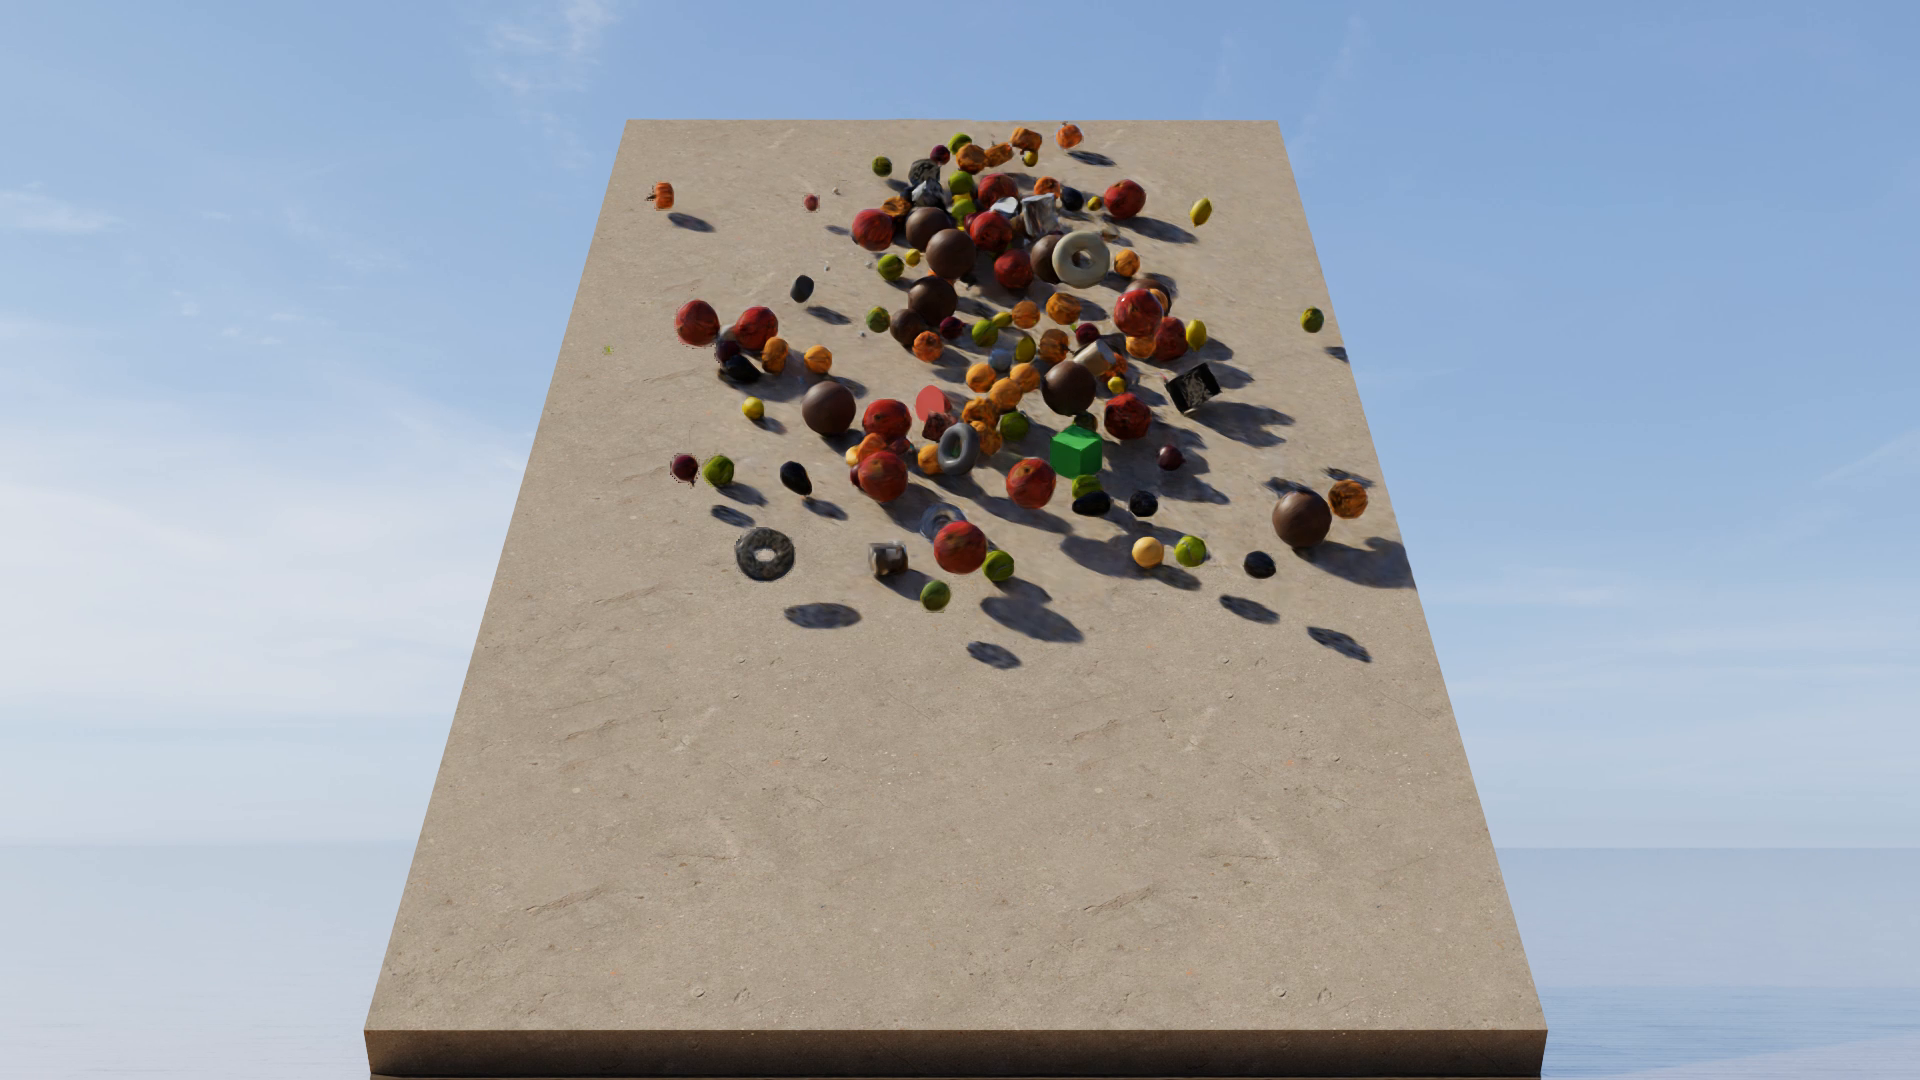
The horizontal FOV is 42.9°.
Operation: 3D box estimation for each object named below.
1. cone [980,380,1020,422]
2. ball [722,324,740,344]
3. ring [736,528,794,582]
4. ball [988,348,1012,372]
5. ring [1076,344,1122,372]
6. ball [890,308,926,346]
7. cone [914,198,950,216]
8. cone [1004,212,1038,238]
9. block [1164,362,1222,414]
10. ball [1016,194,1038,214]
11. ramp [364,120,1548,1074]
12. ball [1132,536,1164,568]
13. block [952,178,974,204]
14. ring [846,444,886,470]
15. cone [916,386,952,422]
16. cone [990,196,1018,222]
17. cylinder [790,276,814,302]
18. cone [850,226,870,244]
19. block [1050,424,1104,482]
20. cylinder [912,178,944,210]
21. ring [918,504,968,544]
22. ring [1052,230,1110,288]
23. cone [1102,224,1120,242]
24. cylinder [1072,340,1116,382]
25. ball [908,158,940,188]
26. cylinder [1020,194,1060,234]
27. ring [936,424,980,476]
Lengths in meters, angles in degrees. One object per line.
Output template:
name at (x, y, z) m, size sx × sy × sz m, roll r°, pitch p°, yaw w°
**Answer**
cone at (0.115, -0.320, 5.902) m, size 0.094 × 0.094 × 0.094 m, roll 47°, pitch -19°, yaw -9°
ball at (-0.585, -0.526, 6.242) m, size 0.051 × 0.051 × 0.051 m, roll 0°, pitch -7°, yaw 0°
ring at (-0.417, 0.032, 5.239) m, size 0.127 × 0.127 × 0.042 m, roll 0°, pitch -33°, yaw -3°
ball at (0.101, -0.450, 6.116) m, size 0.059 × 0.059 × 0.059 m, roll 0°, pitch -7°, yaw 0°
ring at (0.349, -0.459, 6.151) m, size 0.121 × 0.040 × 0.121 m, roll 1°, pitch 32°, yaw -1°
ball at (-0.132, -0.544, 6.232) m, size 0.095 × 0.095 × 0.095 m, roll 0°, pitch -7°, yaw 0°
cone at (-0.091, -0.937, 6.909) m, size 0.097 × 0.097 × 0.097 m, roll -27°, pitch -12°, yaw 8°
cone at (0.159, -0.875, 6.750) m, size 0.090 × 0.090 × 0.090 m, roll -5°, pitch -4°, yaw -25°
block at (0.564, -0.368, 5.925) m, size 0.082 × 0.082 × 0.082 m, roll -30°, pitch 1°, yaw -26°
ball at (0.198, -0.937, 6.880) m, size 0.078 × 0.078 × 0.078 m, roll 0°, pitch -7°, yaw 0°
ramp at (-0.015, -0.190, 5.850) m, size 2.000 × 0.100 × 4.000 m, roll 0°, pitch 32°, yaw 0°
ball at (0.412, 0.027, 5.345) m, size 0.070 × 0.070 × 0.070 m, roll 0°, pitch -7°, yaw 0°
block at (0.010, -0.997, 6.995) m, size 0.056 × 0.056 × 0.056 m, roll 4°, pitch 32°, yaw 6°
ring at (-0.220, -0.195, 5.733) m, size 0.096 × 0.032 × 0.096 m, roll 0°, pitch 32°, yaw 0°
cone at (-0.045, -0.325, 5.933) m, size 0.091 × 0.091 × 0.091 m, roll -5°, pitch -5°, yaw 37°
cone at (0.138, -0.898, 6.820) m, size 0.085 × 0.085 × 0.085 m, roll -4°, pitch -38°, yaw 28°
cylinder at (-0.414, -0.658, 6.415) m, size 0.053 × 0.053 × 0.053 m, roll 3°, pitch -23°, yaw -20°
cone at (-0.266, -0.840, 6.691) m, size 0.055 × 0.055 × 0.055 m, roll 2°, pitch -7°, yaw -17°
block at (0.271, -0.201, 5.694) m, size 0.087 × 0.087 × 0.087 m, roll 23°, pitch 39°, yaw 32°
cylinder at (-0.091, -0.966, 6.823) m, size 0.065 × 0.065 × 0.065 m, roll 6°, pitch -30°, yaw -40°
ring at (-0.038, -0.036, 5.454) m, size 0.108 × 0.108 × 0.036 m, roll 0°, pitch -38°, yaw 3°
ring at (0.303, -0.699, 6.093) m, size 0.146 × 0.146 × 0.049 m, roll 1°, pitch -4°, yaw -5°
cone at (0.420, -0.825, 6.608) m, size 0.052 × 0.052 × 0.052 m, roll 4°, pitch 16°, yaw -27°
cylinder at (0.326, -0.436, 5.931) m, size 0.074 × 0.074 × 0.074 m, roll -37°, pitch -24°, yaw 25°
ball at (-0.102, -1.053, 7.049) m, size 0.093 × 0.093 × 0.093 m, roll 0°, pitch -7°, yaw 0°
cylinder at (0.218, -0.886, 6.644) m, size 0.091 × 0.091 × 0.091 m, roll -11°, pitch 15°, yaw 3°
ring at (-0.003, -0.207, 5.600) m, size 0.042 × 0.126 × 0.126 m, roll 15°, pitch -15°, yaw -42°
